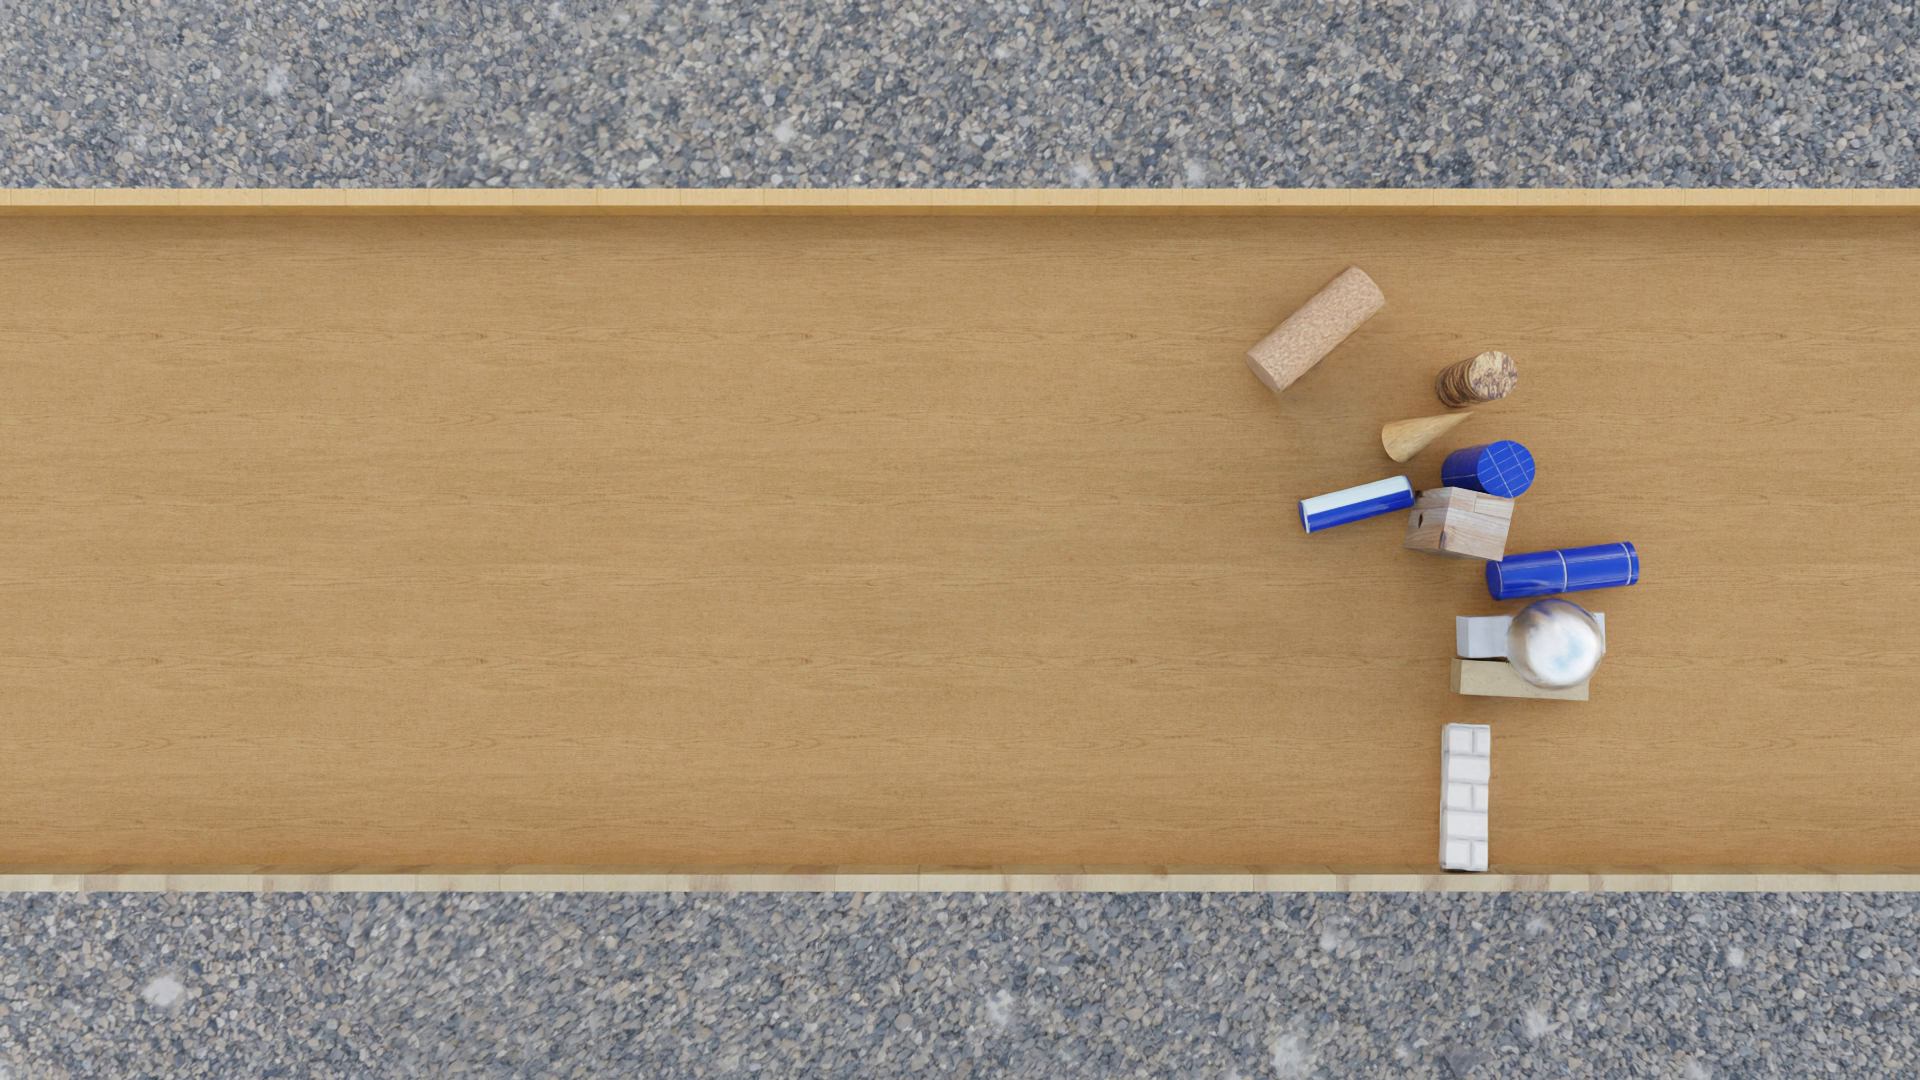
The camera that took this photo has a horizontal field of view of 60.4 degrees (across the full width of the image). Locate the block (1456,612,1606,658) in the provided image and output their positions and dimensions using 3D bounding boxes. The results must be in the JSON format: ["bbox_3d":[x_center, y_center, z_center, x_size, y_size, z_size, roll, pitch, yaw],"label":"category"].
[{"bbox_3d":[1.733,0.287,5.016,0.410,0.120,0.120,-2,90,0],"label":"block"}]

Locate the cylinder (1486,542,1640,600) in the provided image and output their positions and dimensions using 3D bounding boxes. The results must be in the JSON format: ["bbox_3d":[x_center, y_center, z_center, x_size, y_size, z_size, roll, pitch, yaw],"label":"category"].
[{"bbox_3d":[1.828,0.095,5.010,0.417,0.133,0.133,-7,90,0],"label":"cylinder"}]

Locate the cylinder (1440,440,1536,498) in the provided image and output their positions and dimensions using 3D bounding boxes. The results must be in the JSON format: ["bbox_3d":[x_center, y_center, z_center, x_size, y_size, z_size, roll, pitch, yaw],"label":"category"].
[{"bbox_3d":[1.563,-0.202,4.898,0.166,0.357,0.166,0,90,0],"label":"cylinder"}]

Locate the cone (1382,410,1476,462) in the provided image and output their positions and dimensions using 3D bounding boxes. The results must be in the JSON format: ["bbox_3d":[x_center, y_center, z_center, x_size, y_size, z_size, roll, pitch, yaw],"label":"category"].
[{"bbox_3d":[1.417,-0.338,4.912,0.136,0.306,0.136,9,71,-29],"label":"cone"}]

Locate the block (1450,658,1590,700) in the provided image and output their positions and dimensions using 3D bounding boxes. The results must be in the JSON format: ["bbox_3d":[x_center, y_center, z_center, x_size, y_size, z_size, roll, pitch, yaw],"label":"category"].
[{"bbox_3d":[1.704,0.423,5.025,0.386,0.103,0.103,3,90,0],"label":"block"}]

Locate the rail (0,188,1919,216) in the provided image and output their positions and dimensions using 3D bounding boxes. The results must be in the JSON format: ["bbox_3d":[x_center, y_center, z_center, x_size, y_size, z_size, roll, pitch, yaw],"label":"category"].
[{"bbox_3d":[-2.247,-1.025,5.002,12.000,0.150,0.050,0,90,0],"label":"rail"}]

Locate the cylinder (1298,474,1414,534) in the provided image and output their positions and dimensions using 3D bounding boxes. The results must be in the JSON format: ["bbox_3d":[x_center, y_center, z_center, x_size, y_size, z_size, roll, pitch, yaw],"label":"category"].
[{"bbox_3d":[1.206,-0.110,5.026,0.328,0.102,0.102,-14,90,0],"label":"cylinder"}]

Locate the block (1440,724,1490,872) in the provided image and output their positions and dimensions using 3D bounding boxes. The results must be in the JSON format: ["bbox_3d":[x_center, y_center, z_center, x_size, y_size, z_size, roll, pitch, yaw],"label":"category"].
[{"bbox_3d":[1.523,0.775,4.978,0.117,0.117,0.430,3,81,7],"label":"block"}]

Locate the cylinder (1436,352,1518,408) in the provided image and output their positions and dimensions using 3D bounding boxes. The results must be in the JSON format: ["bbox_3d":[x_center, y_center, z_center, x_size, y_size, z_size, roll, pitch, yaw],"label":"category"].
[{"bbox_3d":[1.532,-0.473,4.906,0.139,0.341,0.139,0,90,0],"label":"cylinder"}]

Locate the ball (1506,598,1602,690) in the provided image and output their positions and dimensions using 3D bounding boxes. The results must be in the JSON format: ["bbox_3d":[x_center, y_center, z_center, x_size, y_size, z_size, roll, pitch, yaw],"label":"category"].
[{"bbox_3d":[1.736,0.306,4.822,0.269,0.269,0.269,0,90,0],"label":"ball"}]

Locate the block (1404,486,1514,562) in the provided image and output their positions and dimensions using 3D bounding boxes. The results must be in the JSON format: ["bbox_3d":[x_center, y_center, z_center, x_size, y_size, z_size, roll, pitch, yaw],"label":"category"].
[{"bbox_3d":[1.470,-0.045,4.881,0.180,0.392,0.180,12,90,0],"label":"block"}]

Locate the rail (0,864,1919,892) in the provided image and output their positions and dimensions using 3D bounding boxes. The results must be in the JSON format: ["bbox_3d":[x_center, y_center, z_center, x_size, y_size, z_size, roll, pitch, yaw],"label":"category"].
[{"bbox_3d":[-2.247,1.025,5.001,12.000,0.150,0.050,0,90,0],"label":"rail"}]

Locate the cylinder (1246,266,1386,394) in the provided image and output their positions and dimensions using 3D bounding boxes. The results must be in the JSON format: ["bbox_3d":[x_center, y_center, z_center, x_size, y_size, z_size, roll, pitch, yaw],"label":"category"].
[{"bbox_3d":[1.075,-0.637,4.998,0.416,0.158,0.158,-40,90,0],"label":"cylinder"}]
